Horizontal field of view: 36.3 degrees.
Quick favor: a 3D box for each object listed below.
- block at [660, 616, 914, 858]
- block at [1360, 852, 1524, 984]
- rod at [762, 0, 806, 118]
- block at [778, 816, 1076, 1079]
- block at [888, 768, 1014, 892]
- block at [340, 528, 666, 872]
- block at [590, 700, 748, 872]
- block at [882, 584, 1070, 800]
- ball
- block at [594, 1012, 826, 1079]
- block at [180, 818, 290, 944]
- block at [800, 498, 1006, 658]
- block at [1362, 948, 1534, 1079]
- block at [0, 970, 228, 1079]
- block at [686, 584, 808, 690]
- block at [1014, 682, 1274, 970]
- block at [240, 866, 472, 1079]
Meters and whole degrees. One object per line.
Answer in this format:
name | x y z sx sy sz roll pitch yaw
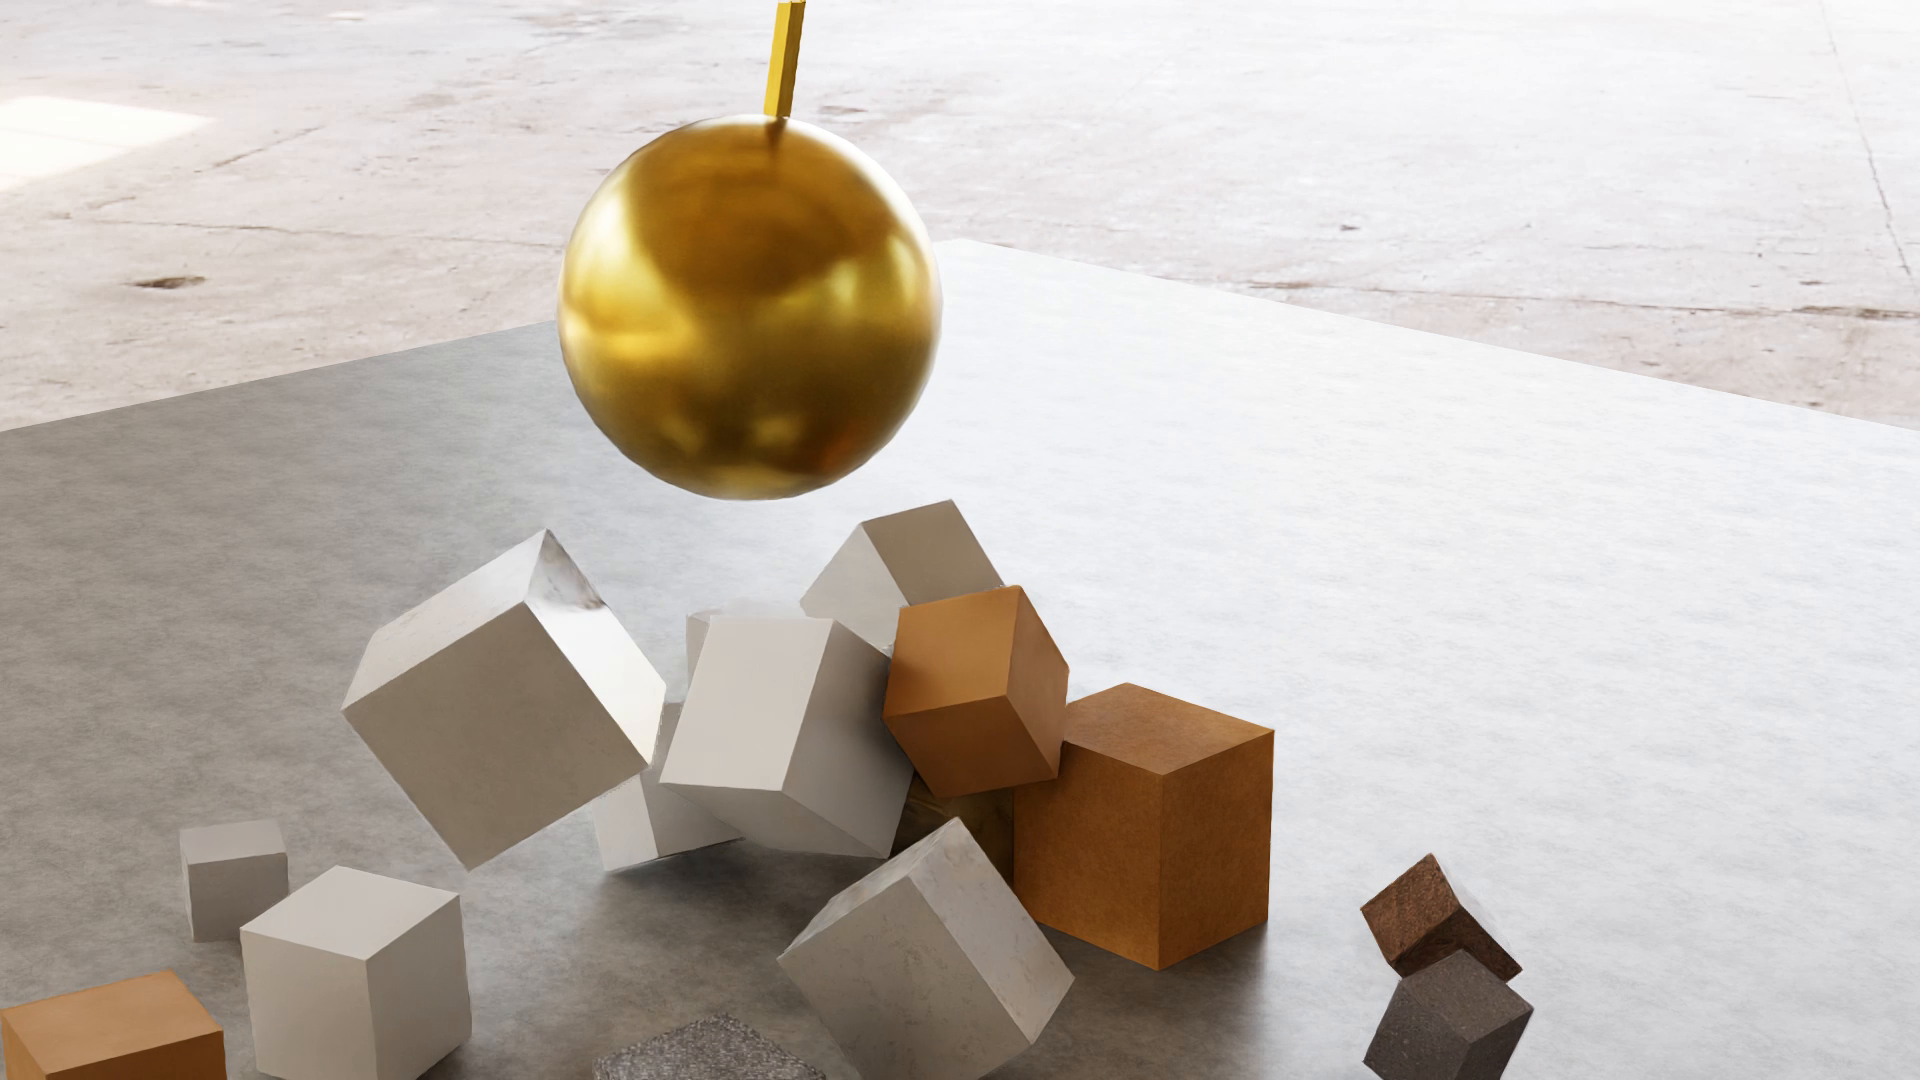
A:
block | -0.694 0.853 12.730 0.691 0.784 0.782 0 -26 38
block | 1.979 1.640 12.066 0.383 0.438 0.423 -40 24 10
rod | -0.376 -4.277 11.604 0.080 5.200 0.080 17 12 42
block | -0.121 1.656 11.309 0.659 0.791 0.659 -35 2 22
block | 0.037 1.069 13.231 0.716 0.716 0.780 17 57 43
block | -1.534 0.536 9.956 0.744 0.715 0.615 -30 20 12
block | -1.294 1.096 13.431 0.652 0.660 0.556 -10 -6 -34
block | 0.077 0.656 12.598 0.566 0.574 0.616 -12 44 21
ball | -0.867 -0.955 12.133 1.600 1.600 1.600 0 17 0
block | -0.887 2.147 10.517 0.564 0.575 0.625 -16 24 -37
block | -3.197 1.501 12.941 0.421 0.376 0.405 -6 18 -18
block | -0.252 0.291 13.698 0.566 0.678 0.599 -15 65 -40
block | 1.890 1.917 11.356 0.413 0.427 0.372 -17 45 -42
block | -3.097 2.048 10.786 0.641 0.625 0.595 -11 20 -31
block | -0.817 0.779 14.452 0.701 0.848 0.788 -17 24 -42
block | 0.801 1.240 12.902 0.737 0.897 0.861 -17 24 -42
block | -2.388 1.757 11.635 0.614 0.637 0.596 9 23 26
